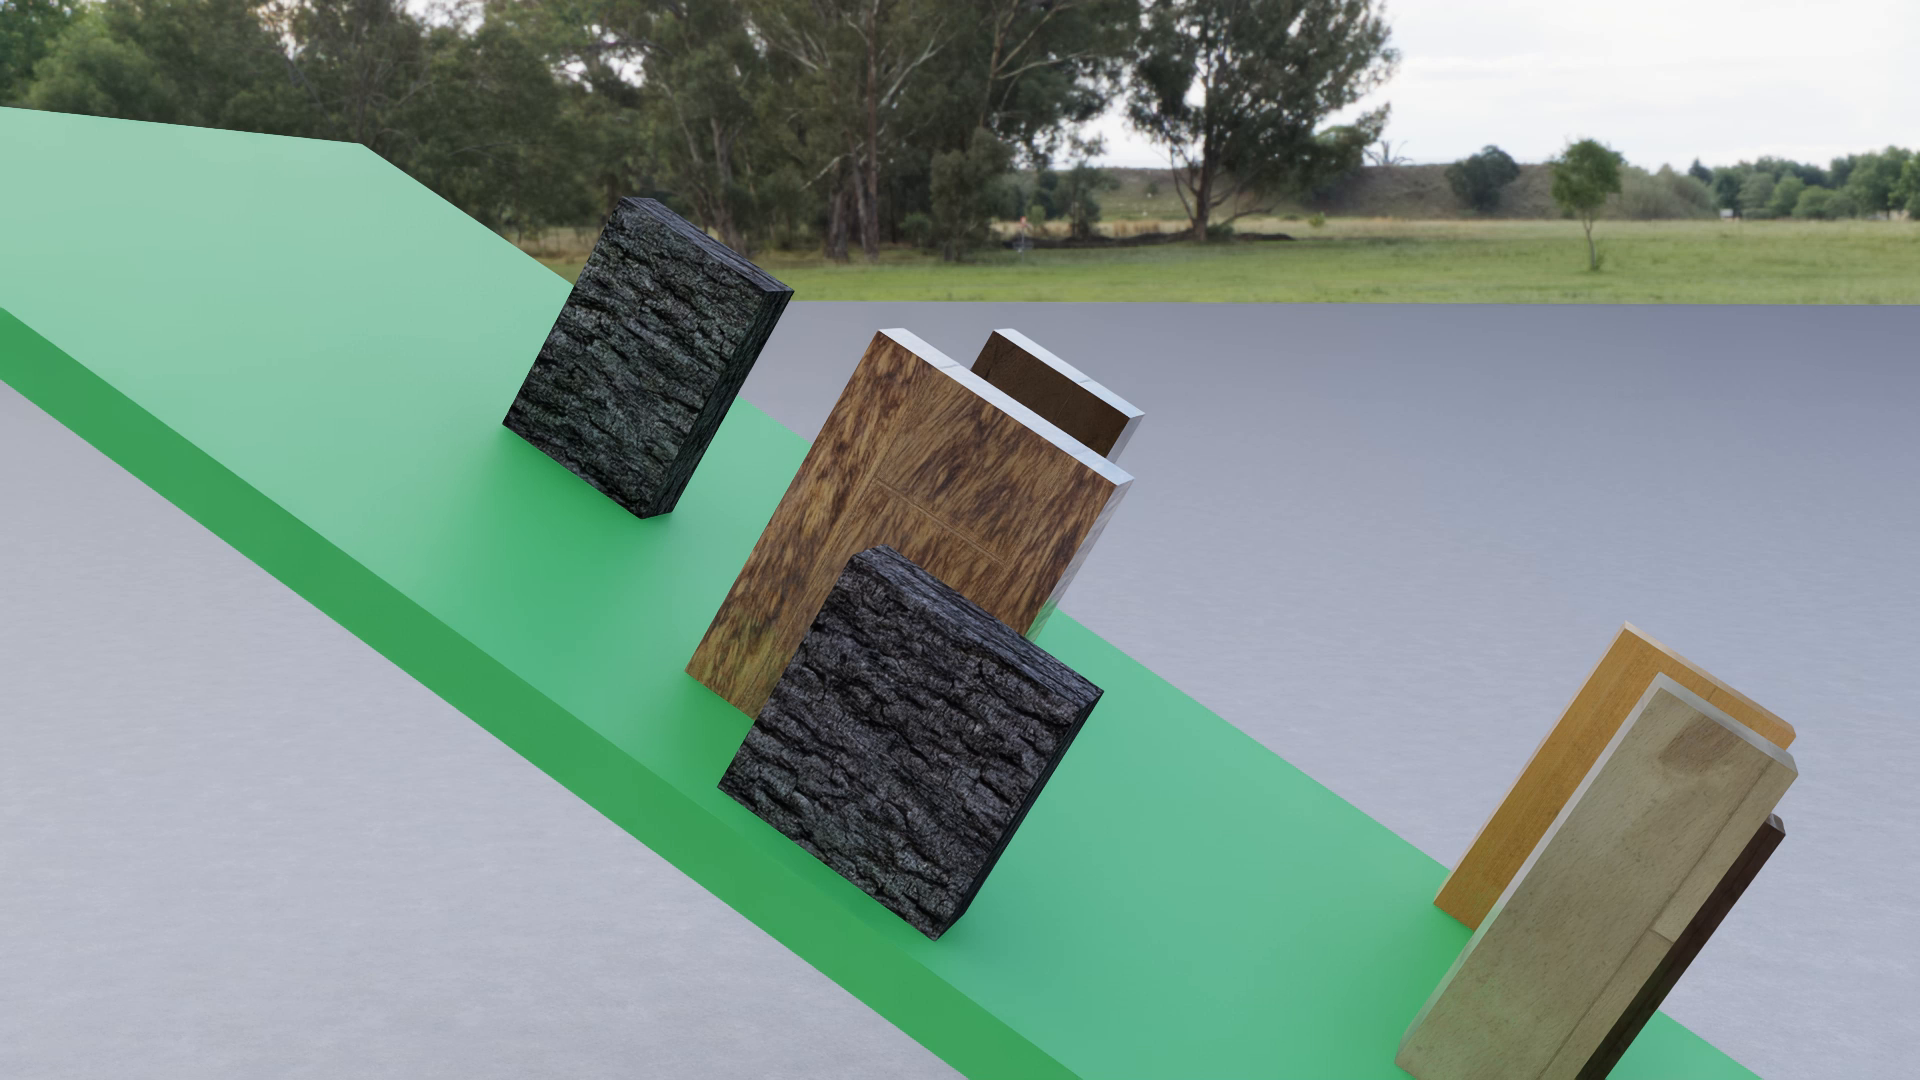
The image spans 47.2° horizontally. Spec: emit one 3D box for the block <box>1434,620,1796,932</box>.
[{"bbox_3d":[1.326,0.564,4.487,0.385,0.697,0.105,34,15,11],"label":"block"}]

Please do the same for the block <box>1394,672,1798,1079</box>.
[{"bbox_3d":[1.036,0.611,3.616,0.246,0.772,0.143,34,15,11],"label":"block"}]

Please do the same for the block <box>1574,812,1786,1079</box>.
[{"bbox_3d":[1.187,0.682,3.994,0.290,0.612,0.120,34,15,11],"label":"block"}]

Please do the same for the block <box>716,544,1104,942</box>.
[{"bbox_3d":[-0.074,0.291,3.206,0.393,0.411,0.145,34,15,11],"label":"block"}]

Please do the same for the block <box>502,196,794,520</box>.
[{"bbox_3d":[-0.585,-0.341,4.114,0.332,0.493,0.139,34,15,11],"label":"block"}]

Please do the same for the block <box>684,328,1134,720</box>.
[{"bbox_3d":[-0.086,0.058,3.484,0.443,0.644,0.125,34,15,11],"label":"block"}]

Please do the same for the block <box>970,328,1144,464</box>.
[{"bbox_3d":[0.093,-0.120,4.614,0.337,0.546,0.142,34,15,11],"label":"block"}]

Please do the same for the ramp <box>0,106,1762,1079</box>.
[{"bbox_3d":[-0.162,0.268,4.117,4.000,0.100,2.000,34,15,11],"label":"ramp"}]
